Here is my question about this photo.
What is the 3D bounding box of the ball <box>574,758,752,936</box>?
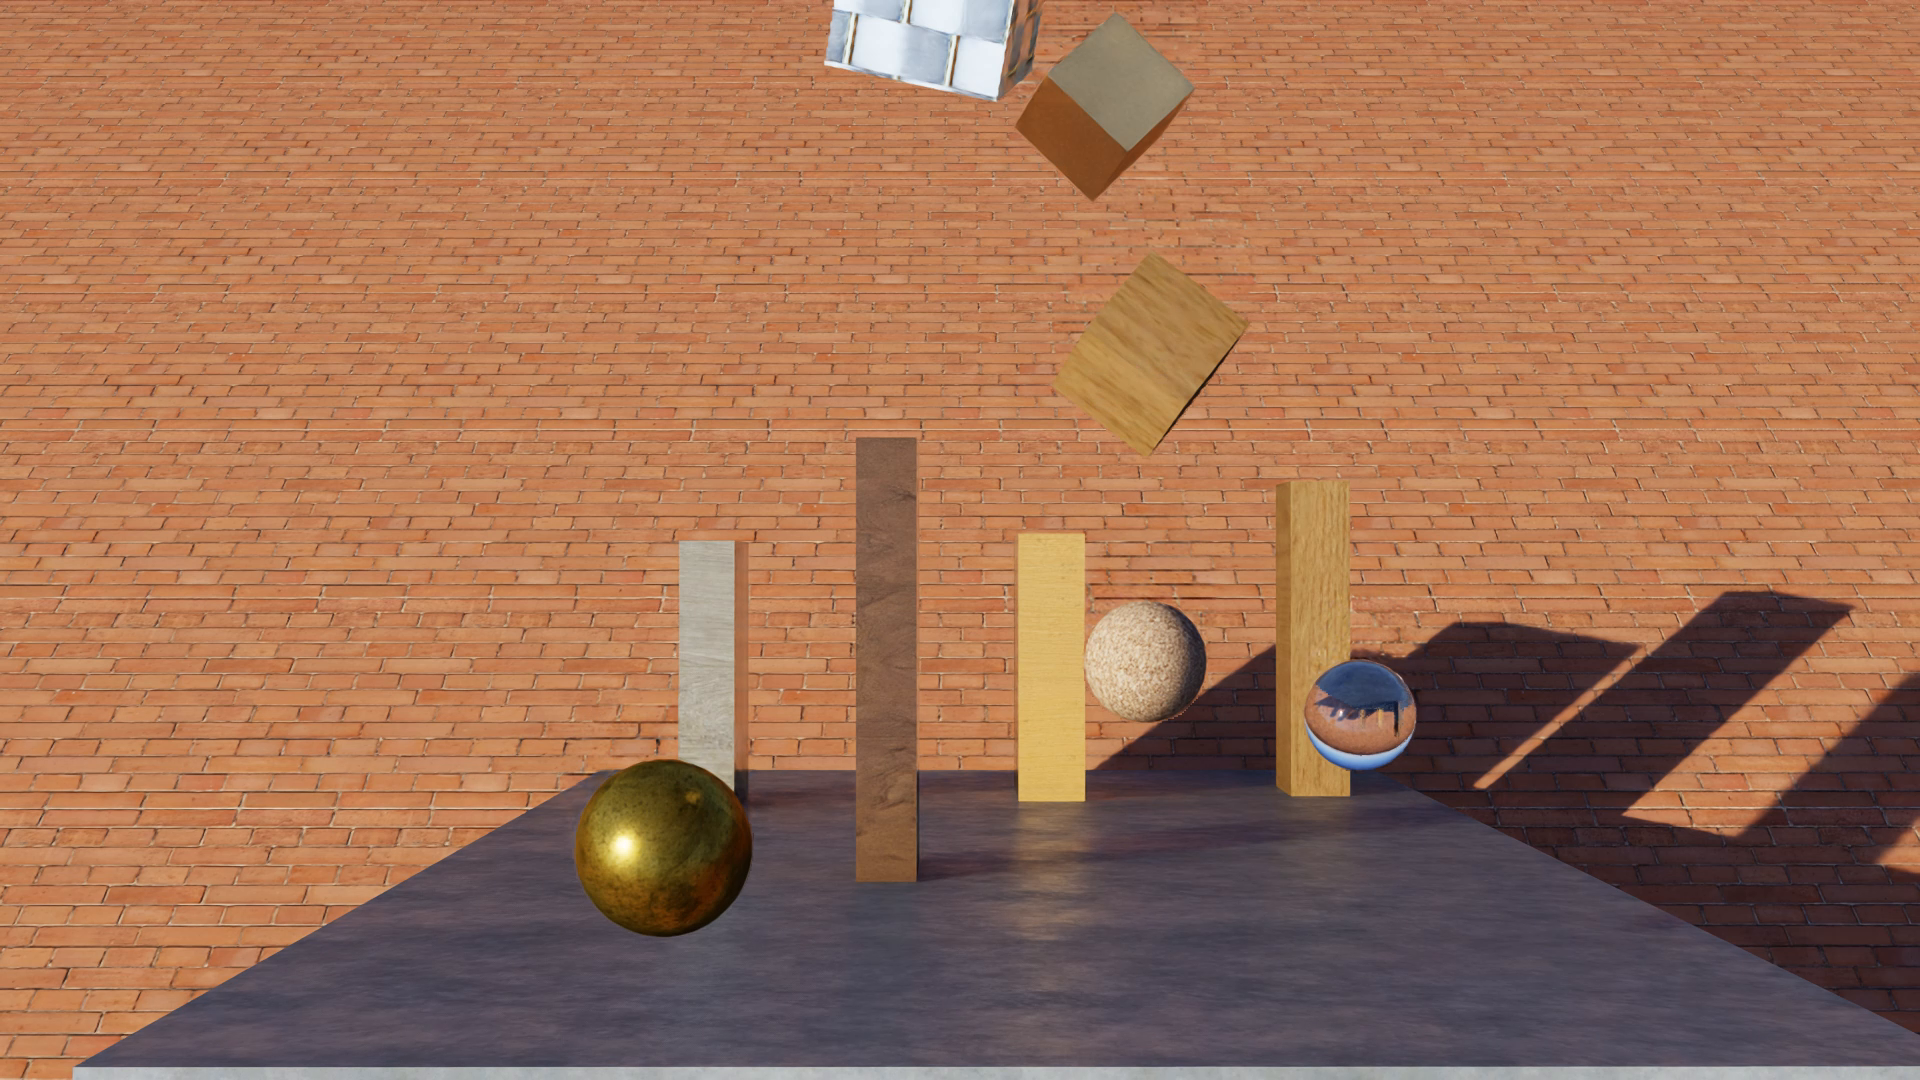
[{"bbox_3d":[-0.301,0.313,2.638,0.180,0.180,0.180,0,32,0],"label":"ball"}]

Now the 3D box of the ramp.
[{"bbox_3d":[0.071,0.623,4.710,2.000,0.100,4.000,0,-1,0],"label":"ramp"}]

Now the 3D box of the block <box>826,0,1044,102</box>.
[{"bbox_3d":[-0.012,-0.450,2.092,0.142,0.142,0.142,14,22,8],"label":"block"}]

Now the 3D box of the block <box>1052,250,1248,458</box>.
[{"bbox_3d":[0.167,-0.163,2.281,0.107,0.107,0.107,38,63,3],"label":"block"}]

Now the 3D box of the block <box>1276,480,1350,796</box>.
[{"bbox_3d":[0.826,0.227,6.076,0.135,0.722,0.279,0,-1,0],"label":"block"}]

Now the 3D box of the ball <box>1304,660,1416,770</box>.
[{"bbox_3d":[0.465,0.204,3.016,0.129,0.129,0.129,0,32,0],"label":"ball"}]

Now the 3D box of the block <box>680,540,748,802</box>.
[{"bbox_3d":[-0.547,0.294,5.781,0.119,0.582,0.380,0,-1,0],"label":"block"}]

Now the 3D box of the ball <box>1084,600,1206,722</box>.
[{"bbox_3d":[0.177,0.116,2.476,0.117,0.117,0.117,0,32,0],"label":"ball"}]

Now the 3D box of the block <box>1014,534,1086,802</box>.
[{"bbox_3d":[0.206,0.288,6.034,0.149,0.600,0.450,0,-1,0],"label":"block"}]

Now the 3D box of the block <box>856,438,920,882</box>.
[{"bbox_3d":[-0.123,0.201,4.470,0.101,0.741,0.305,0,-1,0],"label":"block"}]

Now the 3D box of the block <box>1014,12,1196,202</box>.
[{"bbox_3d":[0.143,-0.430,2.575,0.109,0.109,0.109,44,65,2],"label":"block"}]
